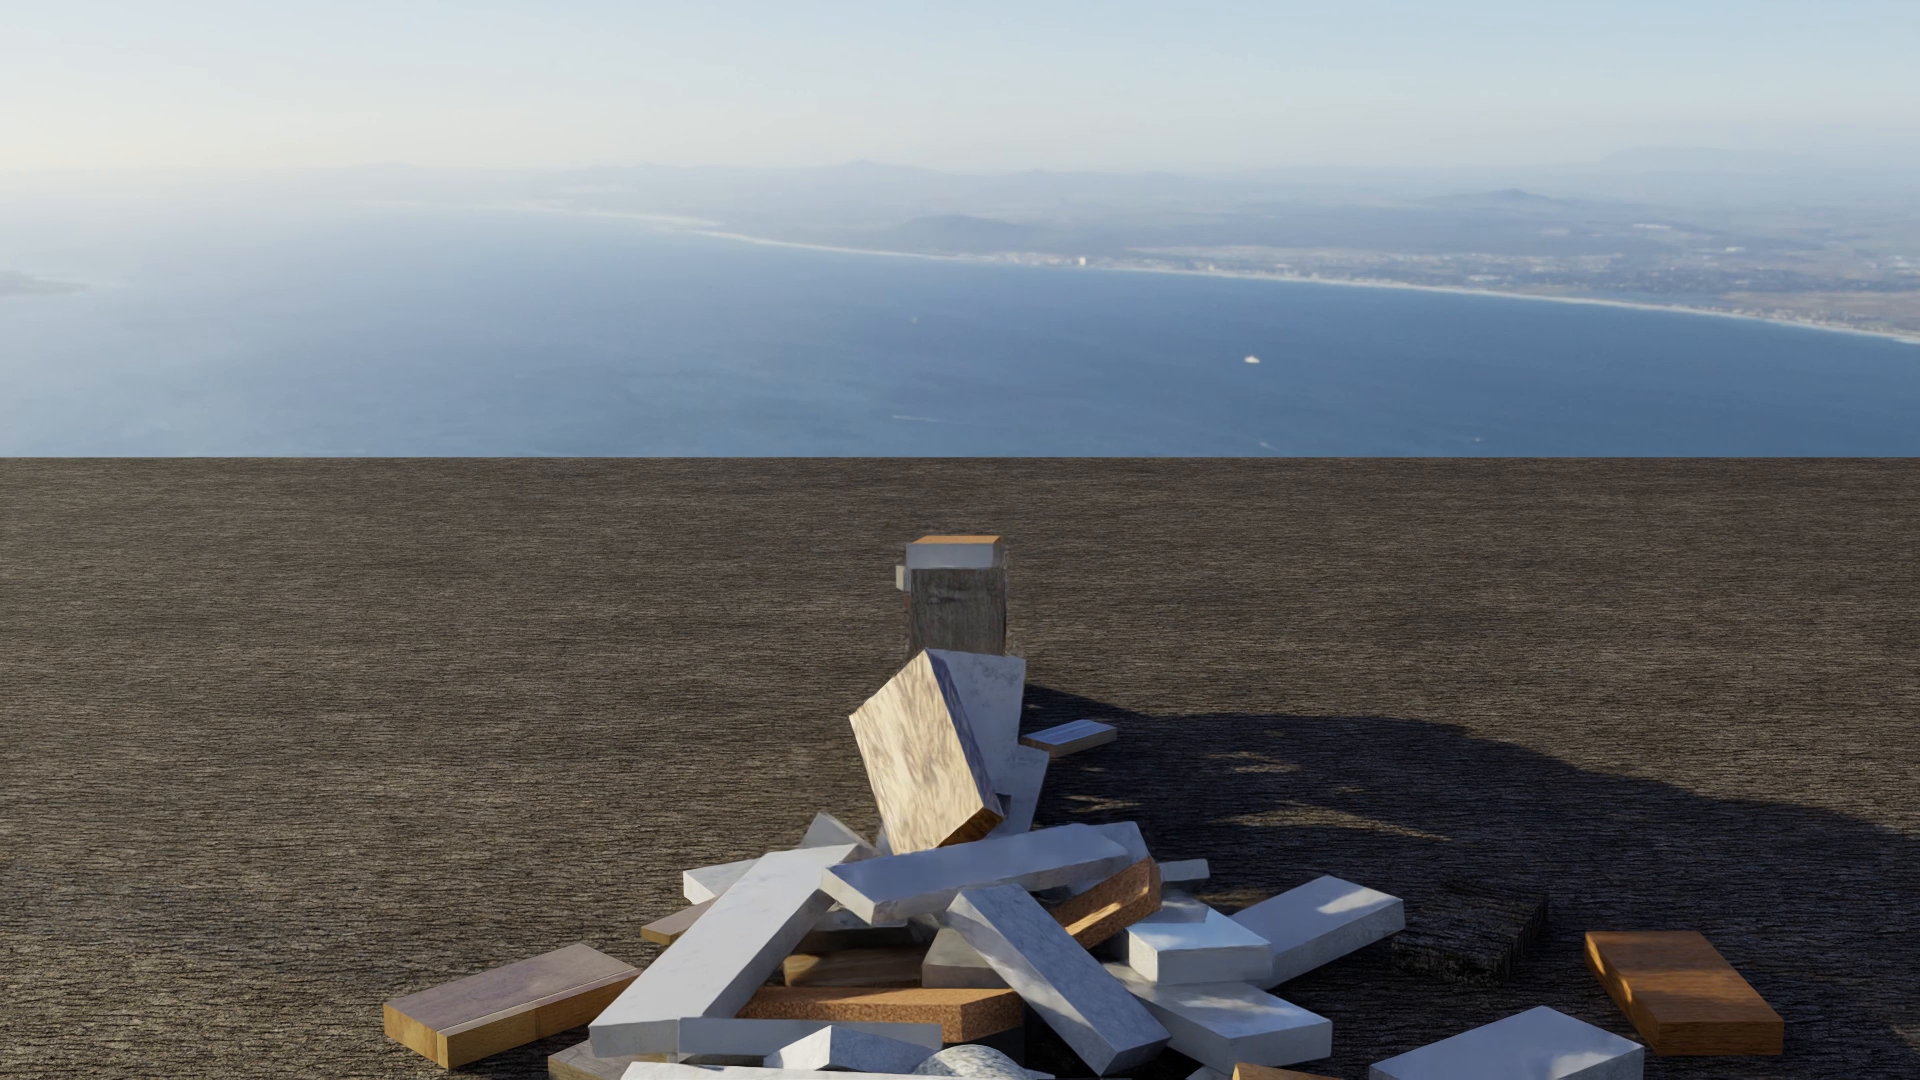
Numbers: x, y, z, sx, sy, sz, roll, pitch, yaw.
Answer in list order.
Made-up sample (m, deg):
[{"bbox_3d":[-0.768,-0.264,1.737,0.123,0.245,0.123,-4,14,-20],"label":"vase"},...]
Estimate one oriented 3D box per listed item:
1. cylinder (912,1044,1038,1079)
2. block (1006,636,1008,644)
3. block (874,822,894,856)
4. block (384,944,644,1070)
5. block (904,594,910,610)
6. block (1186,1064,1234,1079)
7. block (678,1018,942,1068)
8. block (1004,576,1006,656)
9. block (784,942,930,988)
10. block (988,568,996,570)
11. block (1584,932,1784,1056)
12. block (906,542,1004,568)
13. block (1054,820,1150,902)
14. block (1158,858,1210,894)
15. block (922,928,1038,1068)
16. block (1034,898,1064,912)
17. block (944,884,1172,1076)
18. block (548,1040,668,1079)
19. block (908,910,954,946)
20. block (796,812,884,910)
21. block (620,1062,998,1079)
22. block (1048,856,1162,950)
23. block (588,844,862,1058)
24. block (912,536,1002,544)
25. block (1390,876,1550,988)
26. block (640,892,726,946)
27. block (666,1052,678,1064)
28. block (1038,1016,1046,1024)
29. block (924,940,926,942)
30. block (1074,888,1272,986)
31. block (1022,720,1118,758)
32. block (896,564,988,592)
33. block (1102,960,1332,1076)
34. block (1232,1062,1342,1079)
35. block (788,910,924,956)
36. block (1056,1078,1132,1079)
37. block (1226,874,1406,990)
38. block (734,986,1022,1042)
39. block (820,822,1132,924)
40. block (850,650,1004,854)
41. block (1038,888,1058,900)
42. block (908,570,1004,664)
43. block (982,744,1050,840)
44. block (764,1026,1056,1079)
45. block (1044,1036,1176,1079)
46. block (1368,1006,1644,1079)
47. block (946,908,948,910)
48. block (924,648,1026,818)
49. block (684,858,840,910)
[{"bbox_3d":[0.042,0.705,2.512,0.196,0.196,0.196,-5,12,-27],"label":"cylinder"},{"bbox_3d":[0.044,0.207,4.548,0.101,0.014,0.050,10,-22,-27],"label":"block"},{"bbox_3d":[-0.073,0.464,3.565,0.104,0.030,0.209,14,29,2],"label":"block"},{"bbox_3d":[-0.633,0.663,3.149,0.332,0.047,0.166,-10,15,-44],"label":"block"},{"bbox_3d":[-0.049,0.118,4.421,0.095,0.027,0.191,-1,3,8],"label":"block"},{"bbox_3d":[0.315,0.740,2.733,0.166,0.047,0.331,7,13,33],"label":"block"},{"bbox_3d":[-0.190,0.646,2.727,0.318,0.045,0.159,3,-33,-7],"label":"block"},{"bbox_3d":[0.007,0.168,4.262,0.164,0.046,0.500,0,-19,1],"label":"block"},{"bbox_3d":[-0.085,0.639,3.211,0.332,0.047,0.166,-4,8,-9],"label":"block"},{"bbox_3d":[0.002,0.131,4.961,0.163,0.046,0.327,0,16,0],"label":"block"},{"bbox_3d":[1.043,0.653,3.193,0.173,0.049,0.347,0,11,-1],"label":"block"},{"bbox_3d":[-0.006,0.029,4.284,0.162,0.046,0.325,0,0,5],"label":"block"},{"bbox_3d":[0.223,0.517,3.548,0.218,0.109,0.031,1,-32,-45],"label":"block"},{"bbox_3d":[0.306,0.552,3.475,0.109,0.031,0.218,-3,-22,-16],"label":"block"},{"bbox_3d":[0.030,0.633,3.050,0.141,0.141,0.141,2,11,10],"label":"block"},{"bbox_3d":[0.158,0.591,3.544,0.121,0.017,0.060,5,-4,-1],"label":"block"},{"bbox_3d":[0.130,0.584,2.945,0.307,0.043,0.153,42,18,27],"label":"block"},{"bbox_3d":[-0.415,0.713,2.913,0.247,0.035,0.124,8,13,38],"label":"block"},{"bbox_3d":[-0.045,0.549,3.199,0.070,0.139,0.020,1,42,49],"label":"block"},{"bbox_3d":[-0.164,0.530,3.461,0.209,0.104,0.030,34,8,22],"label":"block"},{"bbox_3d":[-0.137,0.675,2.446,0.722,0.049,0.172,-7,33,36],"label":"block"},{"bbox_3d":[0.193,0.551,3.214,0.221,0.031,0.111,-32,14,17],"label":"block"},{"bbox_3d":[-0.313,0.568,3.123,0.153,0.043,0.697,-8,8,16],"label":"block"},{"bbox_3d":[-0.003,0.021,4.612,0.162,0.046,0.325,0,3,4],"label":"block"},{"bbox_3d":[0.801,0.609,3.438,0.166,0.047,0.331,5,12,26],"label":"block"},{"bbox_3d":[-0.331,0.568,3.503,0.060,0.017,0.442,8,13,35],"label":"block"},{"bbox_3d":[-0.253,0.688,2.854,0.248,0.035,0.124,-2,11,-10],"label":"block"},{"bbox_3d":[0.124,0.673,3.166,0.139,0.020,0.070,5,12,24],"label":"block"},{"bbox_3d":[-0.086,0.561,3.334,0.140,0.070,0.020,34,34,-19],"label":"block"},{"bbox_3d":[0.306,0.578,3.224,0.173,0.049,0.346,0,4,-17],"label":"block"},{"bbox_3d":[0.227,0.411,4.560,0.095,0.027,0.191,10,15,44],"label":"block"},{"bbox_3d":[-0.040,0.075,4.404,0.162,0.046,0.375,0,0,-4],"label":"block"},{"bbox_3d":[0.330,0.647,3.024,0.173,0.049,0.346,-1,6,-31],"label":"block"},{"bbox_3d":[0.417,0.733,2.603,0.159,0.045,0.318,10,17,-2],"label":"block"},{"bbox_3d":[-0.175,0.593,3.314,0.221,0.031,0.111,-5,-31,11],"label":"block"},{"bbox_3d":[0.148,0.728,2.864,0.158,0.022,0.079,0,11,0],"label":"block"},{"bbox_3d":[0.499,0.601,3.350,0.331,0.047,0.166,-15,14,-32],"label":"block"},{"bbox_3d":[-0.177,0.636,2.958,0.502,0.047,0.166,-6,-6,29],"label":"block"},{"bbox_3d":[0.032,0.470,3.132,0.503,0.031,0.111,-3,21,-43],"label":"block"},{"bbox_3d":[-0.056,0.351,3.415,0.050,0.175,0.350,34,22,-37],"label":"block"},{"bbox_3d":[0.193,0.545,3.590,0.218,0.031,0.109,10,22,-41],"label":"block"},{"bbox_3d":[-0.006,0.203,3.833,0.164,0.328,0.046,0,-32,1],"label":"block"},{"bbox_3d":[0.031,0.437,3.571,0.175,0.050,0.350,15,29,4],"label":"block"},{"bbox_3d":[-0.061,0.657,2.654,0.318,0.045,0.159,20,-35,-28],"label":"block"},{"bbox_3d":[0.200,0.695,2.941,0.158,0.022,0.079,11,6,-23],"label":"block"},{"bbox_3d":[0.725,0.706,2.912,0.344,0.049,0.172,-7,13,-35],"label":"block"},{"bbox_3d":[0.018,0.564,3.471,0.082,0.023,0.164,1,6,-1],"label":"block"},{"bbox_3d":[0.008,0.314,3.627,0.175,0.050,0.350,6,35,2],"label":"block"},{"bbox_3d":[-0.318,0.588,3.558,0.153,0.043,0.307,-6,12,-28],"label":"block"}]
